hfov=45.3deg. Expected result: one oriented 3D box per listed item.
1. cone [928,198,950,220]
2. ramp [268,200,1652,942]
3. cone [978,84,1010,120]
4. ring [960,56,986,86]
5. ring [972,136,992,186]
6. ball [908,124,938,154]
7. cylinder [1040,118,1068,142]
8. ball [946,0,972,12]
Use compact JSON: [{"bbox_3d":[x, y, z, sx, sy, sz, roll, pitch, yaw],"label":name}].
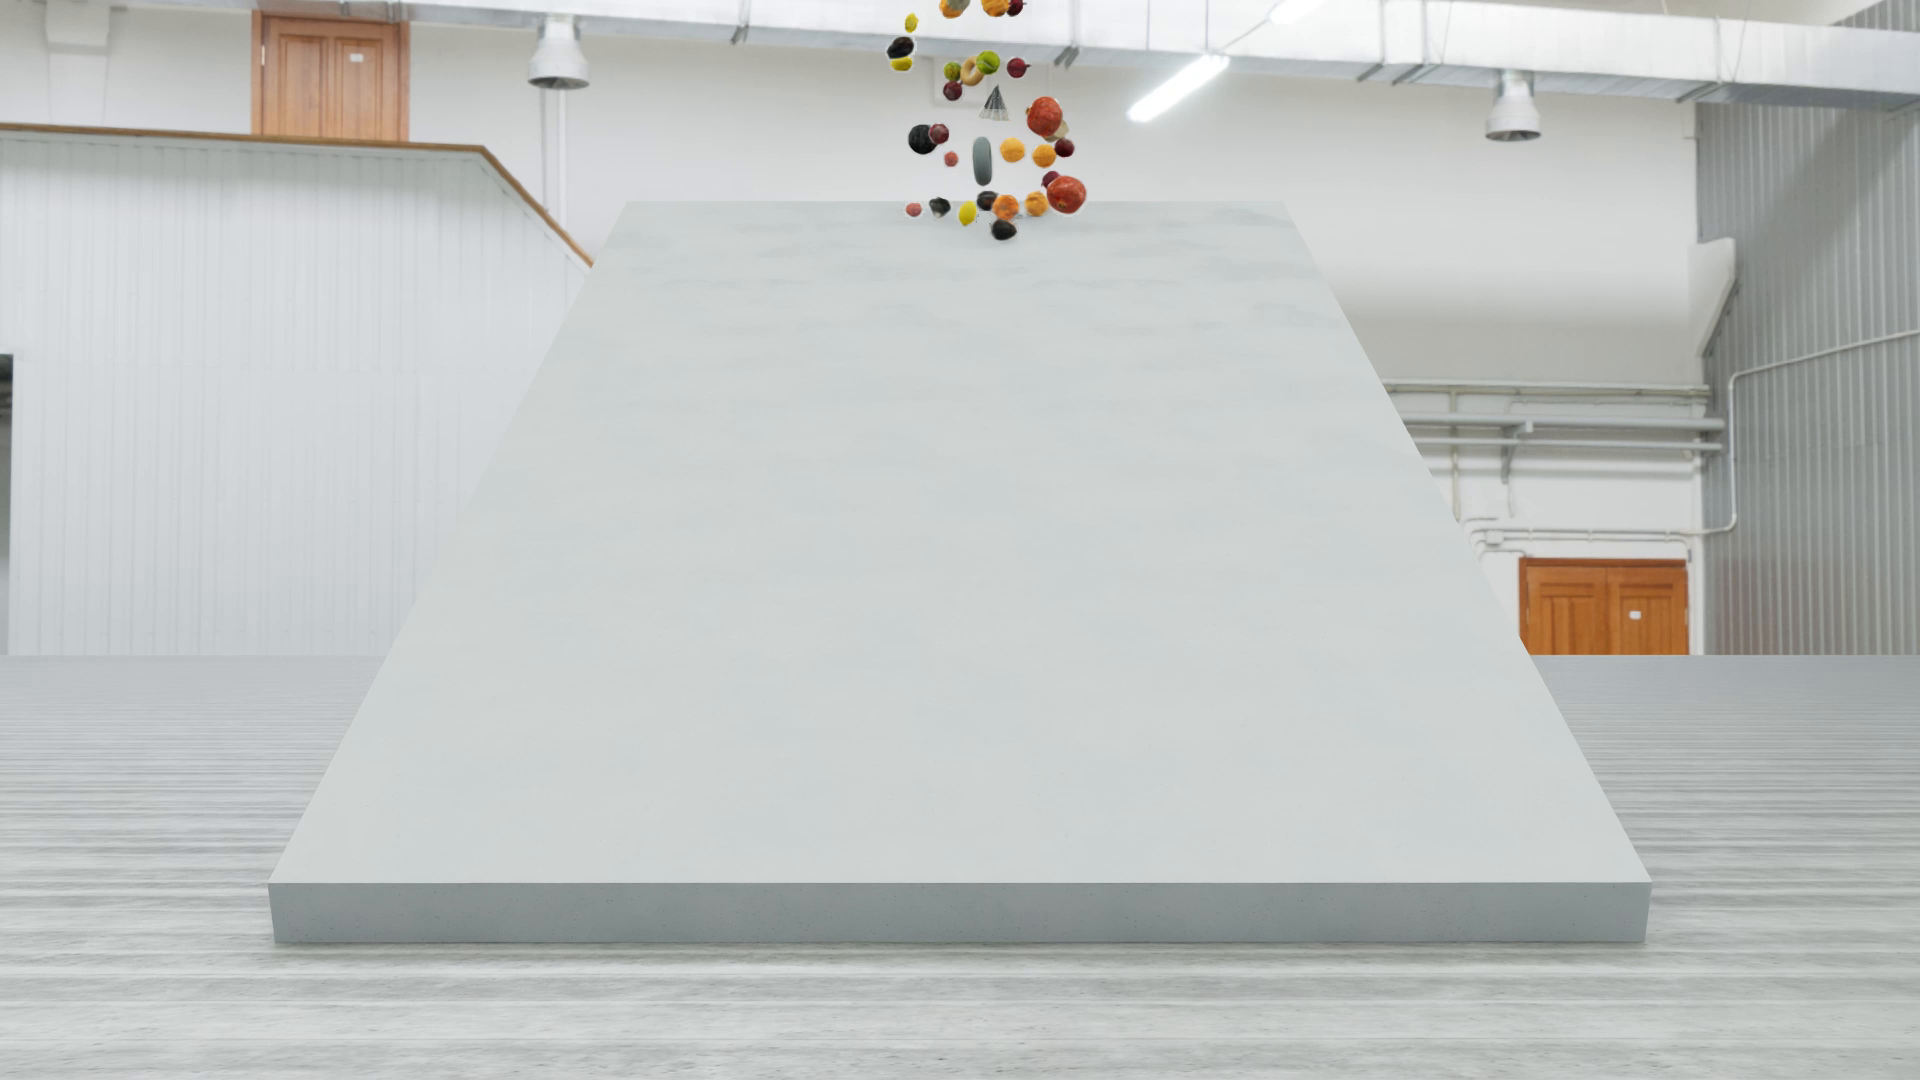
[{"bbox_3d":[-0.065,-0.965,6.806,0.067,0.067,0.067,5,-46,5],"label":"cone"},{"bbox_3d":[-0.007,-0.223,5.193,2.000,0.100,4.000,0,22,0],"label":"ramp"},{"bbox_3d":[0.104,-1.283,6.729,0.099,0.099,0.099,5,18,-2],"label":"cone"},{"bbox_3d":[0.039,-1.391,6.831,0.095,0.095,0.032,-3,-15,43],"label":"ring"},{"bbox_3d":[0.068,-1.138,6.916,0.050,0.149,0.149,-2,-3,6],"label":"ring"},{"bbox_3d":[-0.110,-1.194,6.861,0.090,0.090,0.090,0,-3,0],"label":"ball"},{"bbox_3d":[0.282,-1.223,6.874,0.060,0.060,0.060,1,-7,-26],"label":"cylinder"},{"bbox_3d":[-0.004,-1.571,6.673,0.076,0.076,0.076,0,-3,0],"label":"ball"}]
